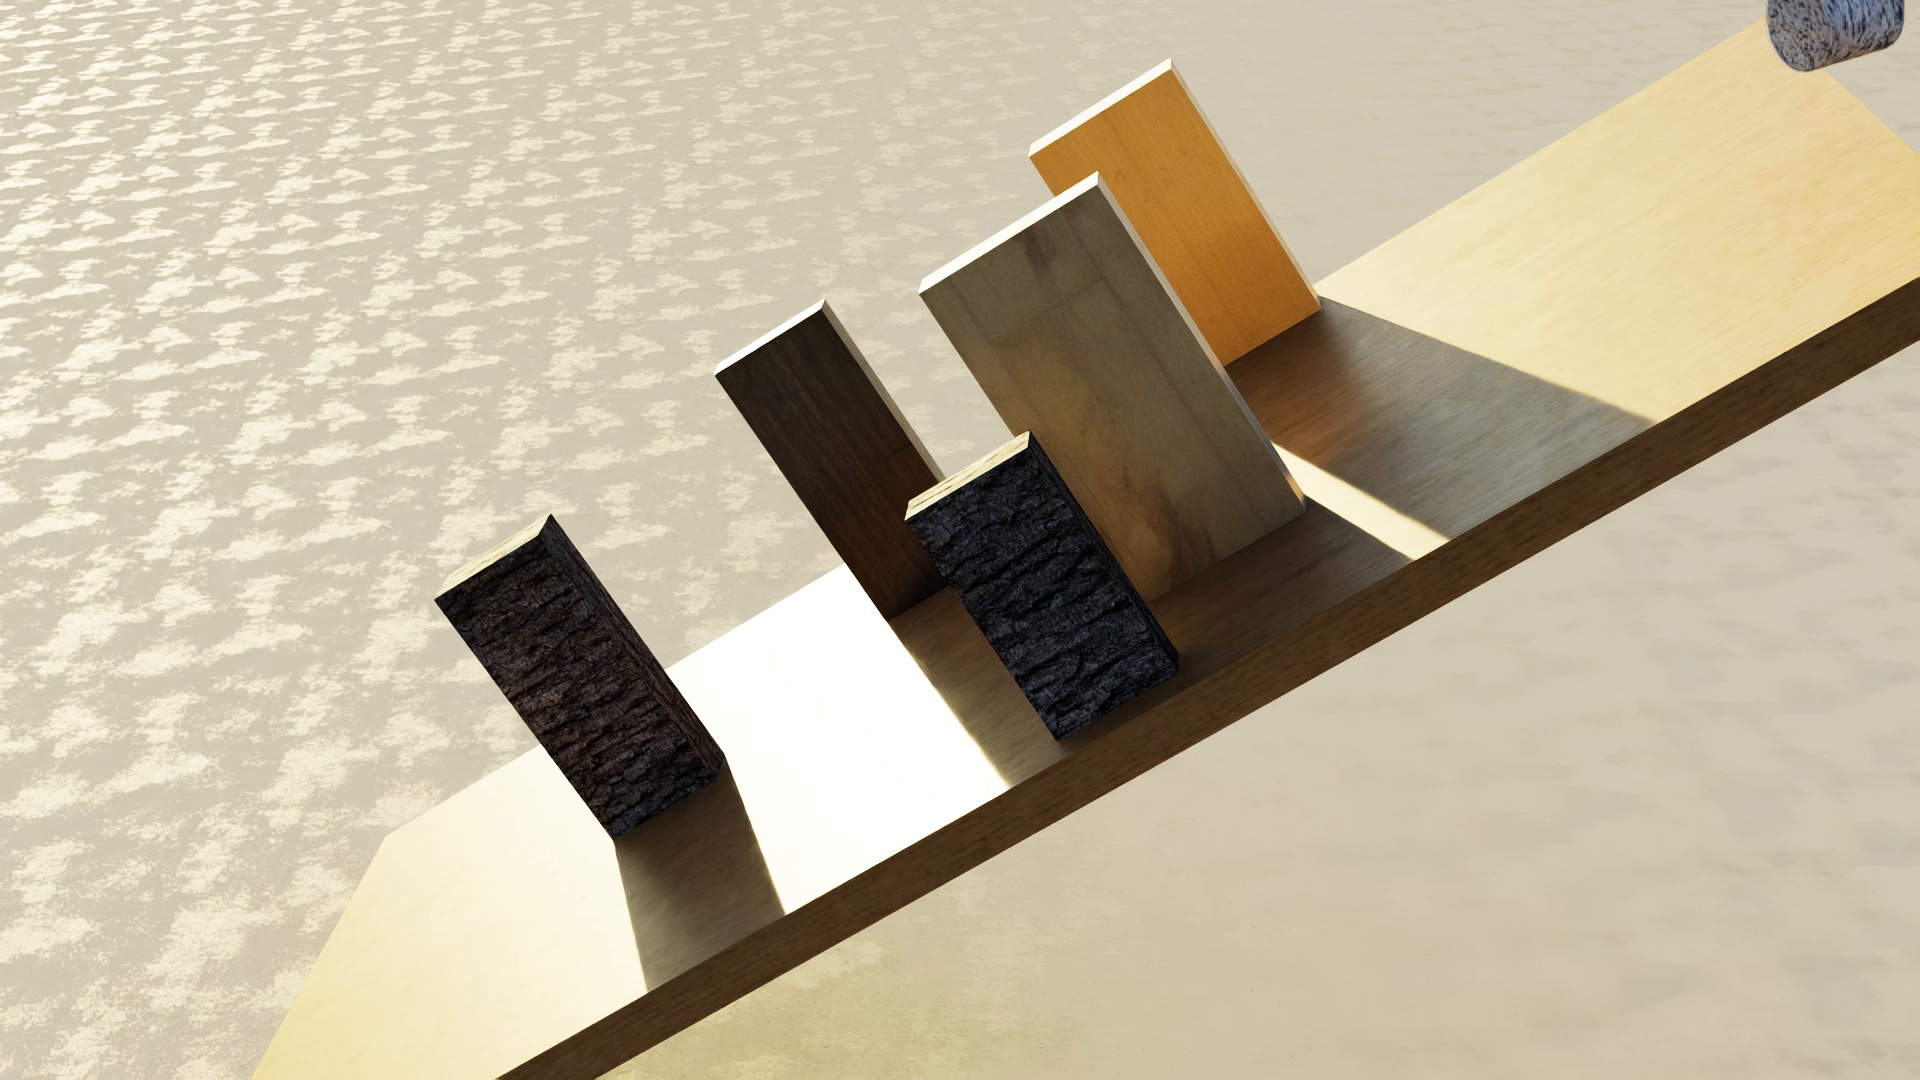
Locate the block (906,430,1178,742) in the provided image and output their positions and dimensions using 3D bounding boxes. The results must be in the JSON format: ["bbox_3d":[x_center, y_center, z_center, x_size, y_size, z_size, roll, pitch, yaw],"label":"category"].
[{"bbox_3d":[0.152,0.086,5.349,0.260,0.509,0.101,-31,15,14],"label":"block"}]

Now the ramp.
[{"bbox_3d":[0.140,0.170,6.294,4.000,0.100,2.000,-31,15,14],"label":"ramp"}]

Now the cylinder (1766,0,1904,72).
[{"bbox_3d":[1.661,-0.997,5.581,0.179,0.179,0.179,-18,25,-19],"label":"cylinder"}]

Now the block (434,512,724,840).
[{"bbox_3d":[-0.827,0.302,6.434,0.279,0.670,0.144,-31,15,14],"label":"block"}]

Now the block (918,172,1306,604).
[{"bbox_3d":[0.299,-0.279,5.678,0.399,0.762,0.105,-31,15,14],"label":"block"}]

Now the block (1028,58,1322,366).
[{"bbox_3d":[0.501,-0.728,6.835,0.381,0.664,0.124,-31,15,14],"label":"block"}]

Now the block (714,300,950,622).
[{"bbox_3d":[-0.234,-0.174,6.612,0.287,0.694,0.082,-31,15,14],"label":"block"}]
